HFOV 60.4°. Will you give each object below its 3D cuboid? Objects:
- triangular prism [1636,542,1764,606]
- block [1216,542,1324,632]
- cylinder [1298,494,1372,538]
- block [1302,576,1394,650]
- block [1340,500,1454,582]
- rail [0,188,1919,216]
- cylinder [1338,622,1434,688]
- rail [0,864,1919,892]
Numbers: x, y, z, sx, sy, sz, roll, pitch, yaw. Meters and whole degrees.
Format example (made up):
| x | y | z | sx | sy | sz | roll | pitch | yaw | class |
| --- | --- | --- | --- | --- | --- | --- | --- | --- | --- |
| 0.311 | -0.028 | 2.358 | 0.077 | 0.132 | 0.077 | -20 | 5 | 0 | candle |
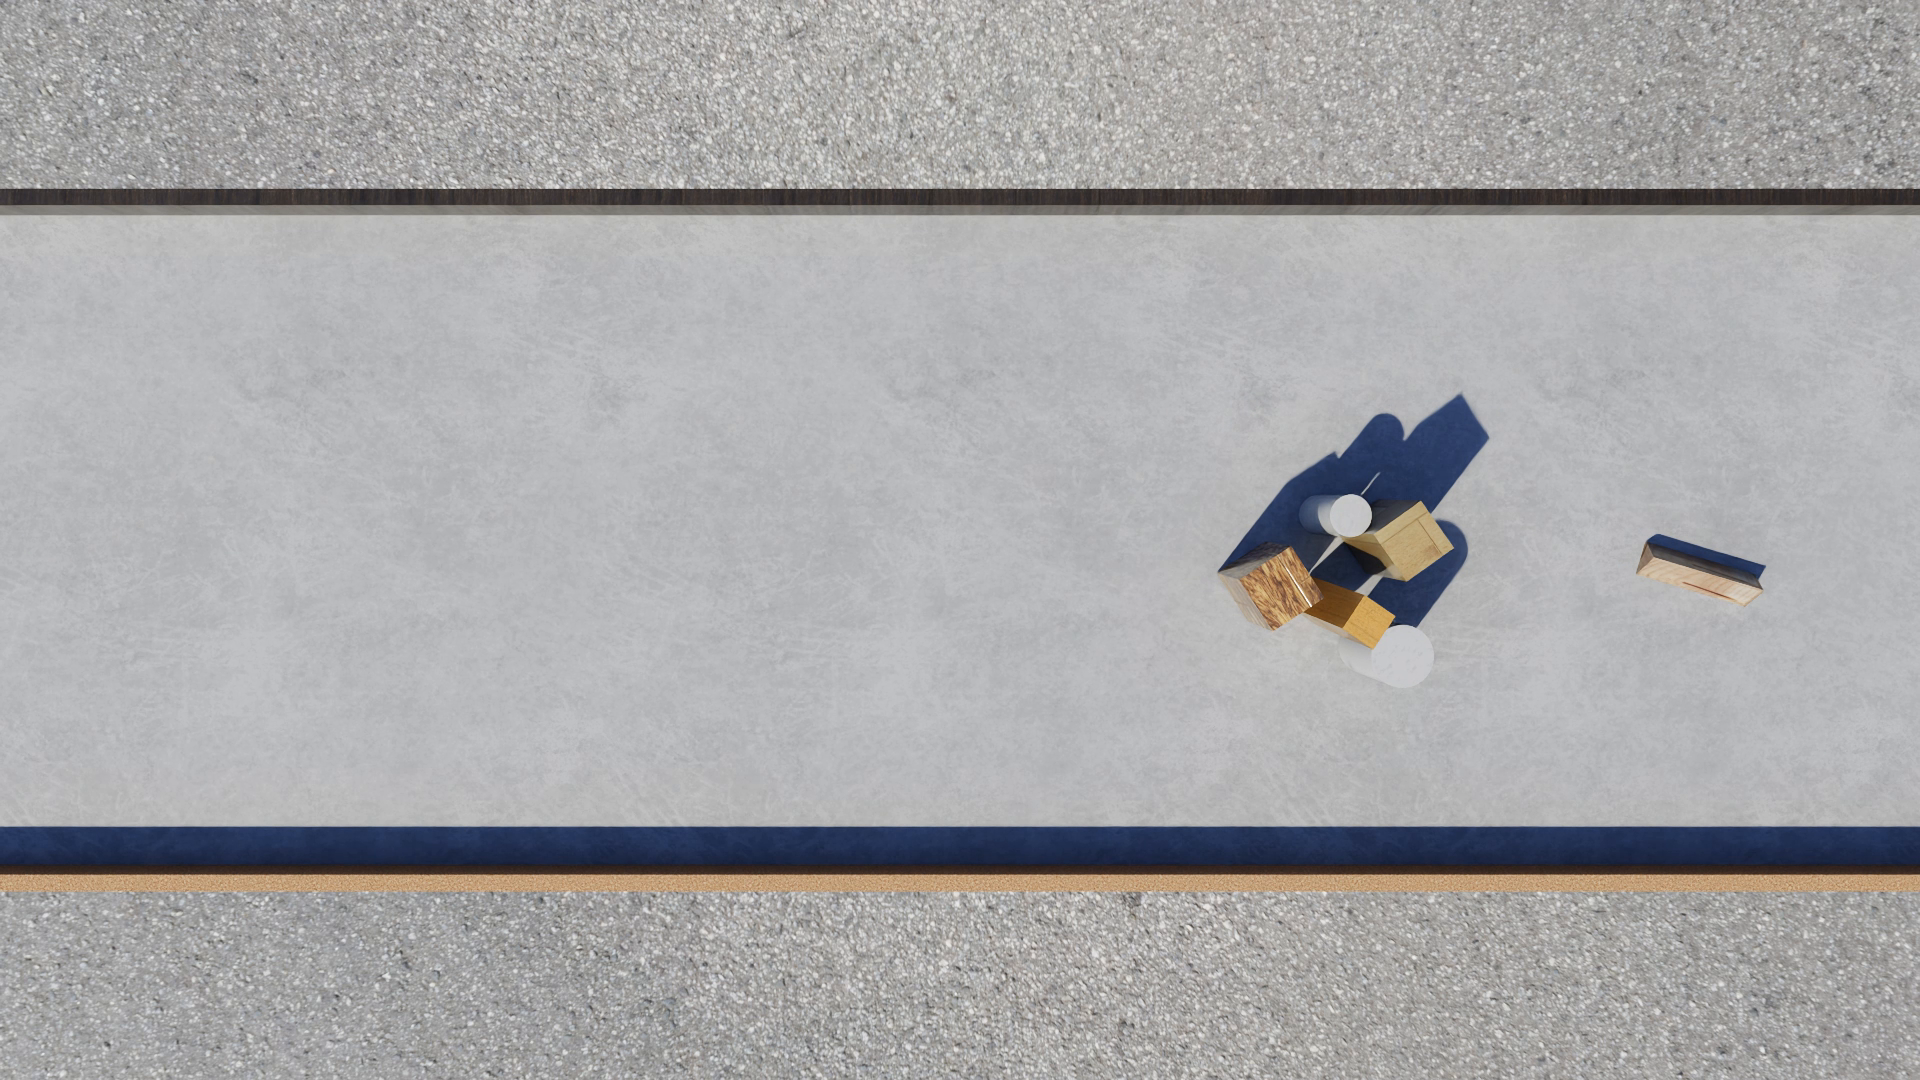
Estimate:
| x | y | z | sx | sy | sz | roll | pitch | yaw | class |
| --- | --- | --- | --- | --- | --- | --- | --- | --- | --- |
| 2.262 | 0.105 | 5.029 | 0.349 | 0.090 | 0.103 | 17 | 90 | 0 | triangular prism |
| 0.916 | 0.133 | 4.892 | 0.177 | 0.361 | 0.177 | -33 | 92 | 0 | block |
| 1.114 | -0.074 | 4.911 | 0.123 | 0.322 | 0.123 | 0 | 92 | -4 | cylinder |
| 1.122 | 0.210 | 4.864 | 0.113 | 0.411 | 0.113 | 33 | 90 | -12 | block |
| 1.274 | -0.004 | 4.861 | 0.164 | 0.424 | 0.164 | -36 | 93 | 0 | block |
| -2.247 | -1.025 | 5.002 | 12.000 | 0.150 | 0.050 | 0 | 90 | 0 | rail |
| 1.257 | 0.328 | 4.884 | 0.180 | 0.380 | 0.180 | 0 | 91 | -1 | cylinder |
| -2.247 | 1.025 | 5.001 | 12.000 | 0.150 | 0.050 | 0 | 90 | 0 | rail |
